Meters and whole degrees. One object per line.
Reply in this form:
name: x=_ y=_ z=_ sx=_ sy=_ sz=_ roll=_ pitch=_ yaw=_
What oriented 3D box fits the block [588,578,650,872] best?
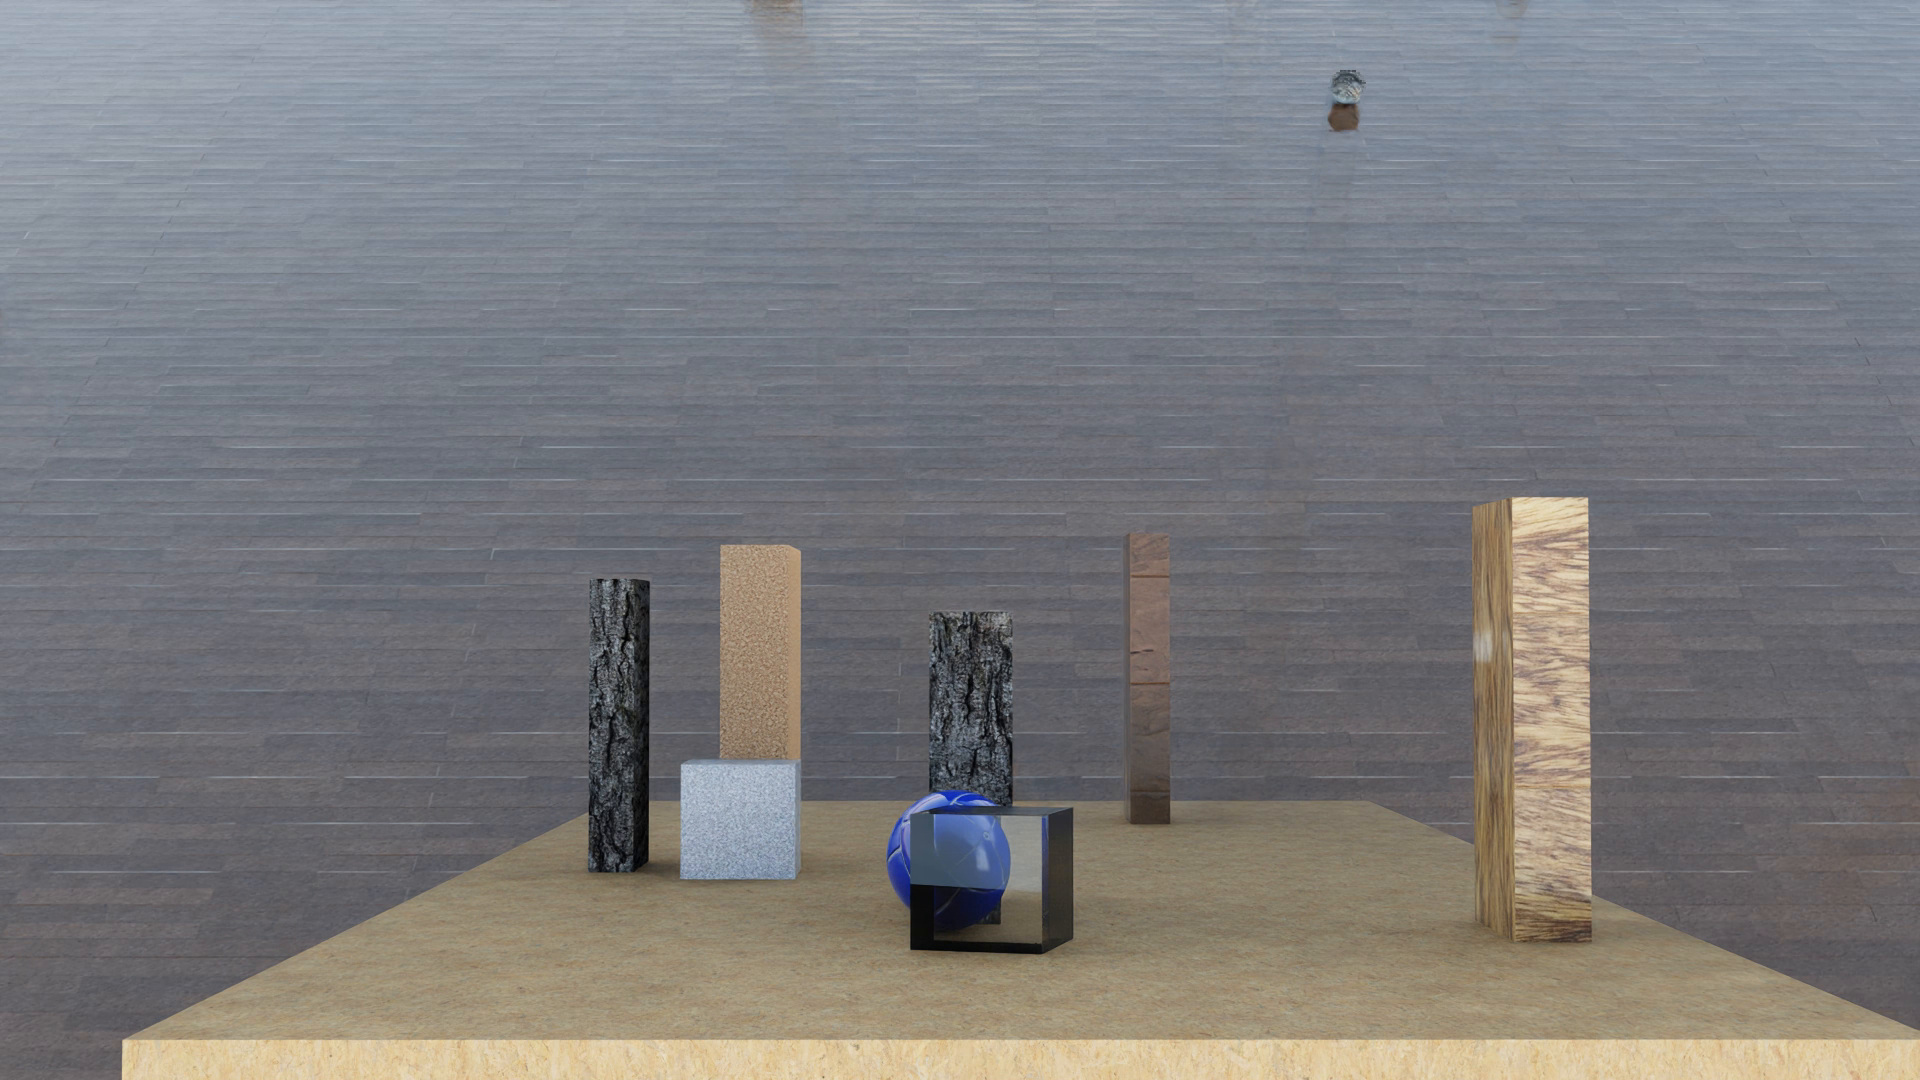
block: x=-0.650 y=0.350 z=4.965 sx=0.084 sy=0.547 sz=0.241 roll=0 pitch=-2 yaw=0

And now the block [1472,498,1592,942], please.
block: x=0.857 y=0.265 z=3.909 sx=0.110 sy=0.643 sz=0.296 roll=0 pitch=-2 yaw=0

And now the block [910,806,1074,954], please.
block: x=0.048 y=0.485 z=3.733 sx=0.191 sy=0.191 sz=0.191 roll=-1 pitch=-2 yaw=16

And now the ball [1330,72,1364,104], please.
ball: x=1.546 y=-1.806 z=10.381 sx=0.129 sy=0.129 sz=0.129 roll=0 pitch=35 yaw=0

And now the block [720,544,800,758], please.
block: x=-0.390 y=0.322 z=5.114 sx=0.129 sy=0.612 sz=0.386 roll=0 pitch=-2 yaw=0

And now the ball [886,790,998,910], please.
ball: x=-0.009 y=0.484 z=3.954 sx=0.208 sy=0.208 sz=0.208 roll=0 pitch=35 yaw=0

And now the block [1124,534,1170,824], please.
block: x=0.442 y=0.327 z=6.171 sx=0.092 sy=0.676 sz=0.242 roll=0 pitch=-2 yaw=0

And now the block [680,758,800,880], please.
block: x=-0.403 y=0.514 z=4.810 sx=0.207 sy=0.207 sz=0.207 roll=0 pitch=-2 yaw=-1

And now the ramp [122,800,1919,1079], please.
ramp: x=0.078 y=0.669 z=4.856 sx=2.000 sy=0.100 sz=4.000 roll=0 pitch=-2 yaw=0

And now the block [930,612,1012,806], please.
block: x=0.017 y=0.358 z=4.253 sx=0.130 sy=0.480 sz=0.383 roll=0 pitch=-2 yaw=0
